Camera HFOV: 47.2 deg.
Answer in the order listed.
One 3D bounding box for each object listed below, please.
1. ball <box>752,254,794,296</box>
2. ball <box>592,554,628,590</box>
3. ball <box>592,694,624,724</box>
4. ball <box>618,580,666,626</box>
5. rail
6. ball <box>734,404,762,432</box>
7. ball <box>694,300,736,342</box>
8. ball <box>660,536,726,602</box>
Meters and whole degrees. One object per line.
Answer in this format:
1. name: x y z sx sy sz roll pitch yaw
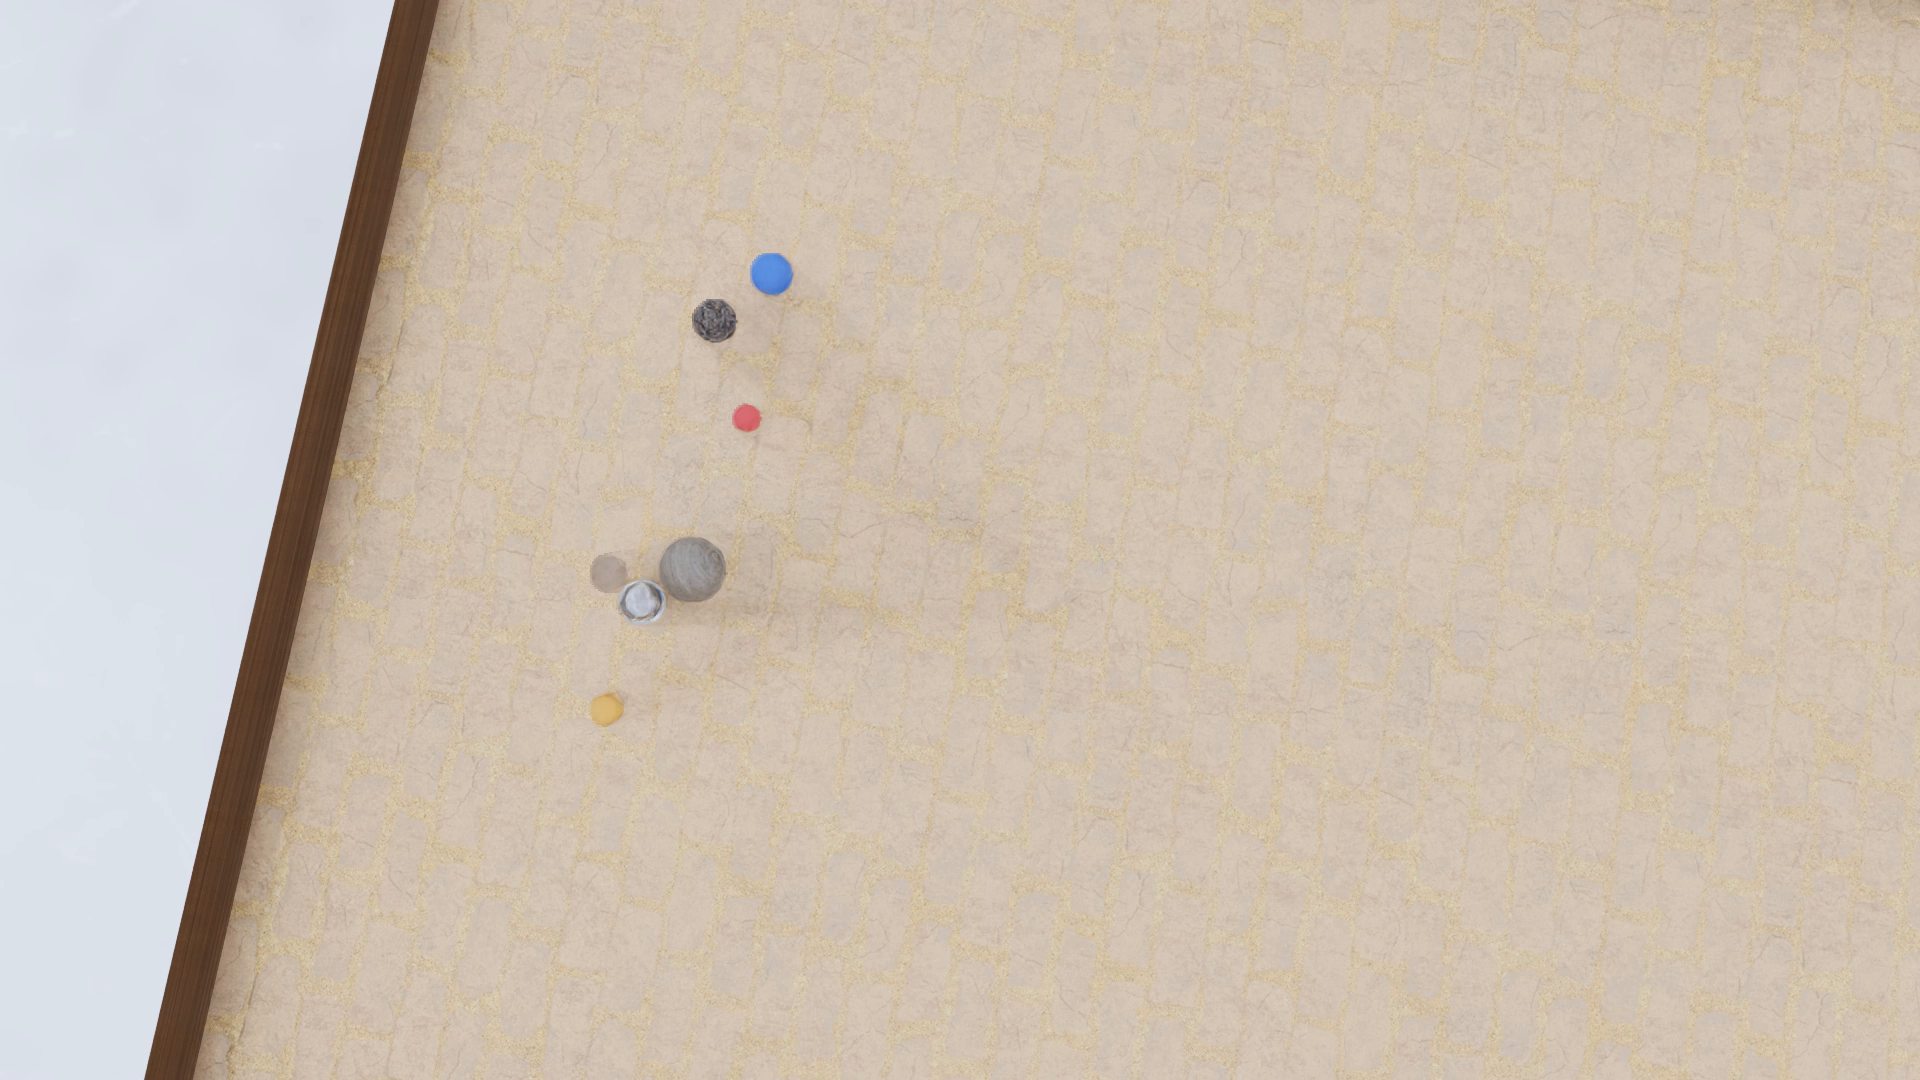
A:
1. ball: -0.287 -0.405 3.359 0.063 0.063 0.063 0 80 0
2. ball: -0.523 0.049 3.284 0.054 0.054 0.054 0 80 0
3. ball: -0.521 0.249 3.252 0.046 0.046 0.046 0 80 0
4. ball: -0.472 0.092 3.268 0.069 0.069 0.069 0 80 0
5. rail: -0.947 -0.168 3.283 0.045 0.128 2.323 10 80 2
6. ball: -0.322 -0.184 3.332 0.041 0.041 0.041 0 80 0
7. ball: -0.372 -0.333 3.346 0.065 0.065 0.065 0 80 0
8. ball: -0.396 0.044 3.262 0.099 0.099 0.099 0 80 0
